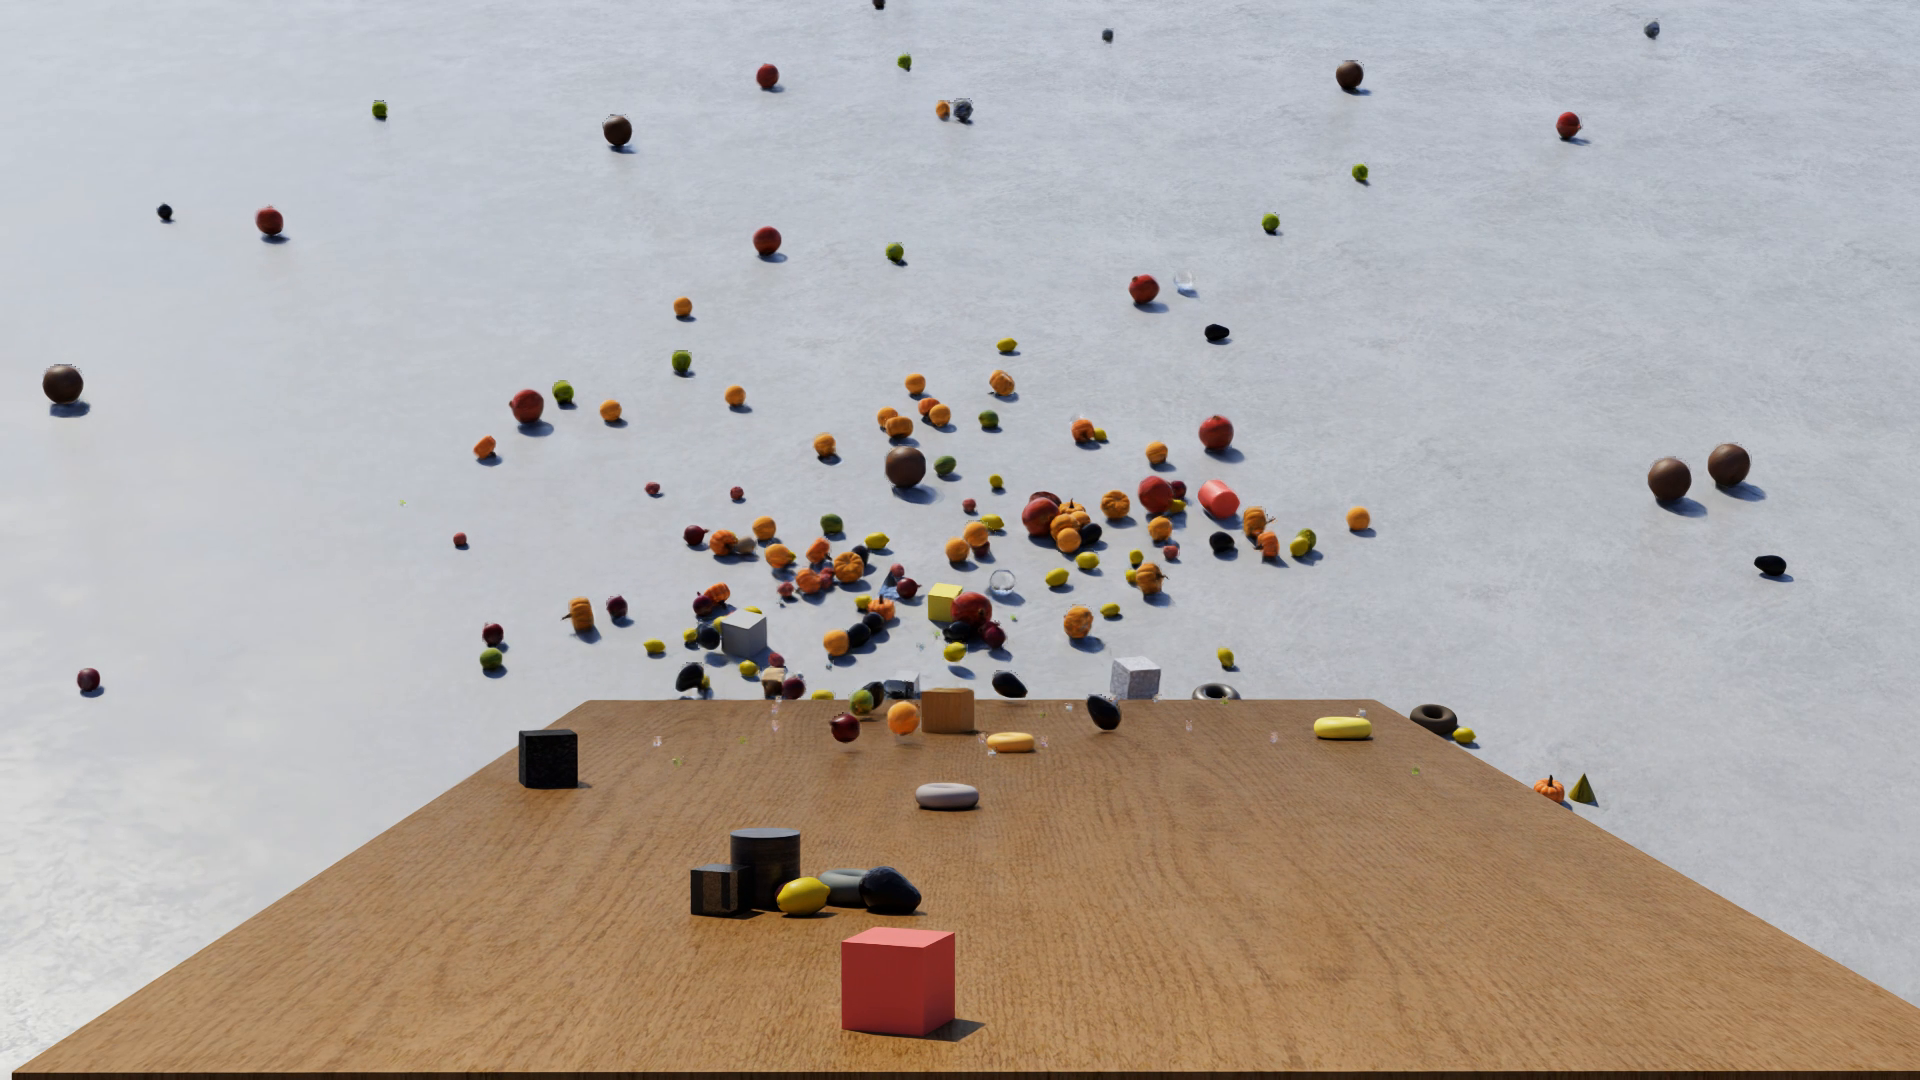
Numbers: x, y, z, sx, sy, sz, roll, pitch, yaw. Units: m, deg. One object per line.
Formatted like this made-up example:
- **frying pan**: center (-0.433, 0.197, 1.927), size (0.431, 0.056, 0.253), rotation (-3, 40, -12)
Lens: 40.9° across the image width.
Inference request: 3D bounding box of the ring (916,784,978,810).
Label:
- **ring**: center (-0.023, 0.449, 4.518), size (0.112, 0.037, 0.112), rotation (1, 1, 0)

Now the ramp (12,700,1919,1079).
- **ramp**: center (0.057, 0.516, 4.556), size (2.000, 0.100, 4.000), rotation (0, 2, 0)

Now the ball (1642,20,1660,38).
- **ball**: center (3.518, -2.601, 13.115), size (0.088, 0.088, 0.088), rotation (0, 25, 0)

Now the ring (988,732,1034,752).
- **ring**: center (0.107, 0.424, 5.400), size (0.101, 0.034, 0.101), rotation (-1, 3, 0)

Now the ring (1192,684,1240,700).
- **ring**: center (0.667, 0.413, 6.705), size (0.129, 0.043, 0.129), rotation (1, 25, -1)

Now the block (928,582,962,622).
- **block**: center (-0.041, 0.175, 7.176), size (0.077, 0.077, 0.077), rotation (7, 26, 15)

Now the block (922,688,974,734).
- **block**: center (-0.027, 0.383, 5.789), size (0.092, 0.092, 0.092), rotation (1, 2, 19)

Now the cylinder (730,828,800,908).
- **cylinder**: center (-0.267, 0.449, 3.535), size (0.096, 0.096, 0.096), rotation (0, 2, 0)

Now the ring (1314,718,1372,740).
- **ring**: center (0.838, 0.412, 5.643), size (0.127, 0.042, 0.127), rotation (1, 1, 0)

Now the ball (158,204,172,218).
- **ball**: center (-3.213, -1.328, 10.417), size (0.060, 0.060, 0.060), rotation (0, 25, 0)

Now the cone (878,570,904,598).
- **cone**: center (-0.197, 0.117, 7.305), size (0.072, 0.072, 0.072), rotation (0, 25, 0)

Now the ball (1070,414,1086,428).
- **ball**: center (0.385, -0.389, 8.415), size (0.051, 0.051, 0.051), rotation (0, 25, 0)

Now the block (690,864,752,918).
- **block**: center (-0.321, 0.470, 3.460), size (0.060, 0.060, 0.060), rotation (1, 2, 24)

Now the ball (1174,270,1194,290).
- **ball**: center (0.839, -0.971, 9.631), size (0.078, 0.078, 0.078), rotation (0, 25, 0)

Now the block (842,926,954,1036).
- **block**: center (-0.066, 0.474, 2.773), size (0.094, 0.094, 0.094), rotation (1, 2, 21)

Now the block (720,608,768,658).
- **block**: center (-0.586, 0.254, 6.991), size (0.090, 0.090, 0.090), rotation (13, 28, 26)

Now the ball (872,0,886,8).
- **ball**: center (-0.432, -2.874, 13.713), size (0.077, 0.077, 0.077), rotation (0, 25, 0)

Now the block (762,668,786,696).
- **block**: center (-0.489, 0.372, 6.772), size (0.051, 0.051, 0.051), rotation (2, 37, 5)

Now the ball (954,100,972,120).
- **ball**: center (0.013, -1.959, 11.736), size (0.090, 0.090, 0.090), rotation (0, 25, 0)

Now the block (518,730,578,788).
- **block**: center (-0.774, 0.410, 4.844), size (0.097, 0.097, 0.097), rotation (-1, 2, -17)

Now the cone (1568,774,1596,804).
- **cone**: center (1.520, 0.596, 6.285), size (0.066, 0.066, 0.066), rotation (0, 25, 0)

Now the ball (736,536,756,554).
- **ball**: center (-0.627, 0.016, 7.542), size (0.056, 0.056, 0.056), rotation (0, 25, 0)

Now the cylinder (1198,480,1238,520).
- **cylinder**: center (0.782, -0.124, 7.797), size (0.093, 0.093, 0.093), rotation (-9, 26, -19)

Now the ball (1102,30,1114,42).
- **ball**: center (0.746, -2.555, 13.048), size (0.061, 0.061, 0.061), rotation (0, 25, 0)

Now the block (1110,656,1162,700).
- **block**: center (0.457, 0.366, 6.724), size (0.093, 0.093, 0.093), rotation (-3, 19, -26)

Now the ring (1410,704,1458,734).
- **ring**: center (1.214, 0.460, 6.610), size (0.121, 0.040, 0.121), rotation (1, 25, 0)

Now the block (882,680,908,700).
- **block**: center (-0.170, 0.406, 6.701), size (0.060, 0.060, 0.060), rotation (4, 25, 9)

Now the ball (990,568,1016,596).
- **ball**: center (0.122, 0.119, 7.296), size (0.075, 0.075, 0.075), rotation (0, 25, 0)

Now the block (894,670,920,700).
- **block**: center (-0.141, 0.381, 6.756), size (0.057, 0.057, 0.057), rotation (6, 26, 13)

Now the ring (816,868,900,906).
- **ring**: center (-0.140, 0.478, 3.551), size (0.115, 0.038, 0.115), rotation (4, 0, 0)
